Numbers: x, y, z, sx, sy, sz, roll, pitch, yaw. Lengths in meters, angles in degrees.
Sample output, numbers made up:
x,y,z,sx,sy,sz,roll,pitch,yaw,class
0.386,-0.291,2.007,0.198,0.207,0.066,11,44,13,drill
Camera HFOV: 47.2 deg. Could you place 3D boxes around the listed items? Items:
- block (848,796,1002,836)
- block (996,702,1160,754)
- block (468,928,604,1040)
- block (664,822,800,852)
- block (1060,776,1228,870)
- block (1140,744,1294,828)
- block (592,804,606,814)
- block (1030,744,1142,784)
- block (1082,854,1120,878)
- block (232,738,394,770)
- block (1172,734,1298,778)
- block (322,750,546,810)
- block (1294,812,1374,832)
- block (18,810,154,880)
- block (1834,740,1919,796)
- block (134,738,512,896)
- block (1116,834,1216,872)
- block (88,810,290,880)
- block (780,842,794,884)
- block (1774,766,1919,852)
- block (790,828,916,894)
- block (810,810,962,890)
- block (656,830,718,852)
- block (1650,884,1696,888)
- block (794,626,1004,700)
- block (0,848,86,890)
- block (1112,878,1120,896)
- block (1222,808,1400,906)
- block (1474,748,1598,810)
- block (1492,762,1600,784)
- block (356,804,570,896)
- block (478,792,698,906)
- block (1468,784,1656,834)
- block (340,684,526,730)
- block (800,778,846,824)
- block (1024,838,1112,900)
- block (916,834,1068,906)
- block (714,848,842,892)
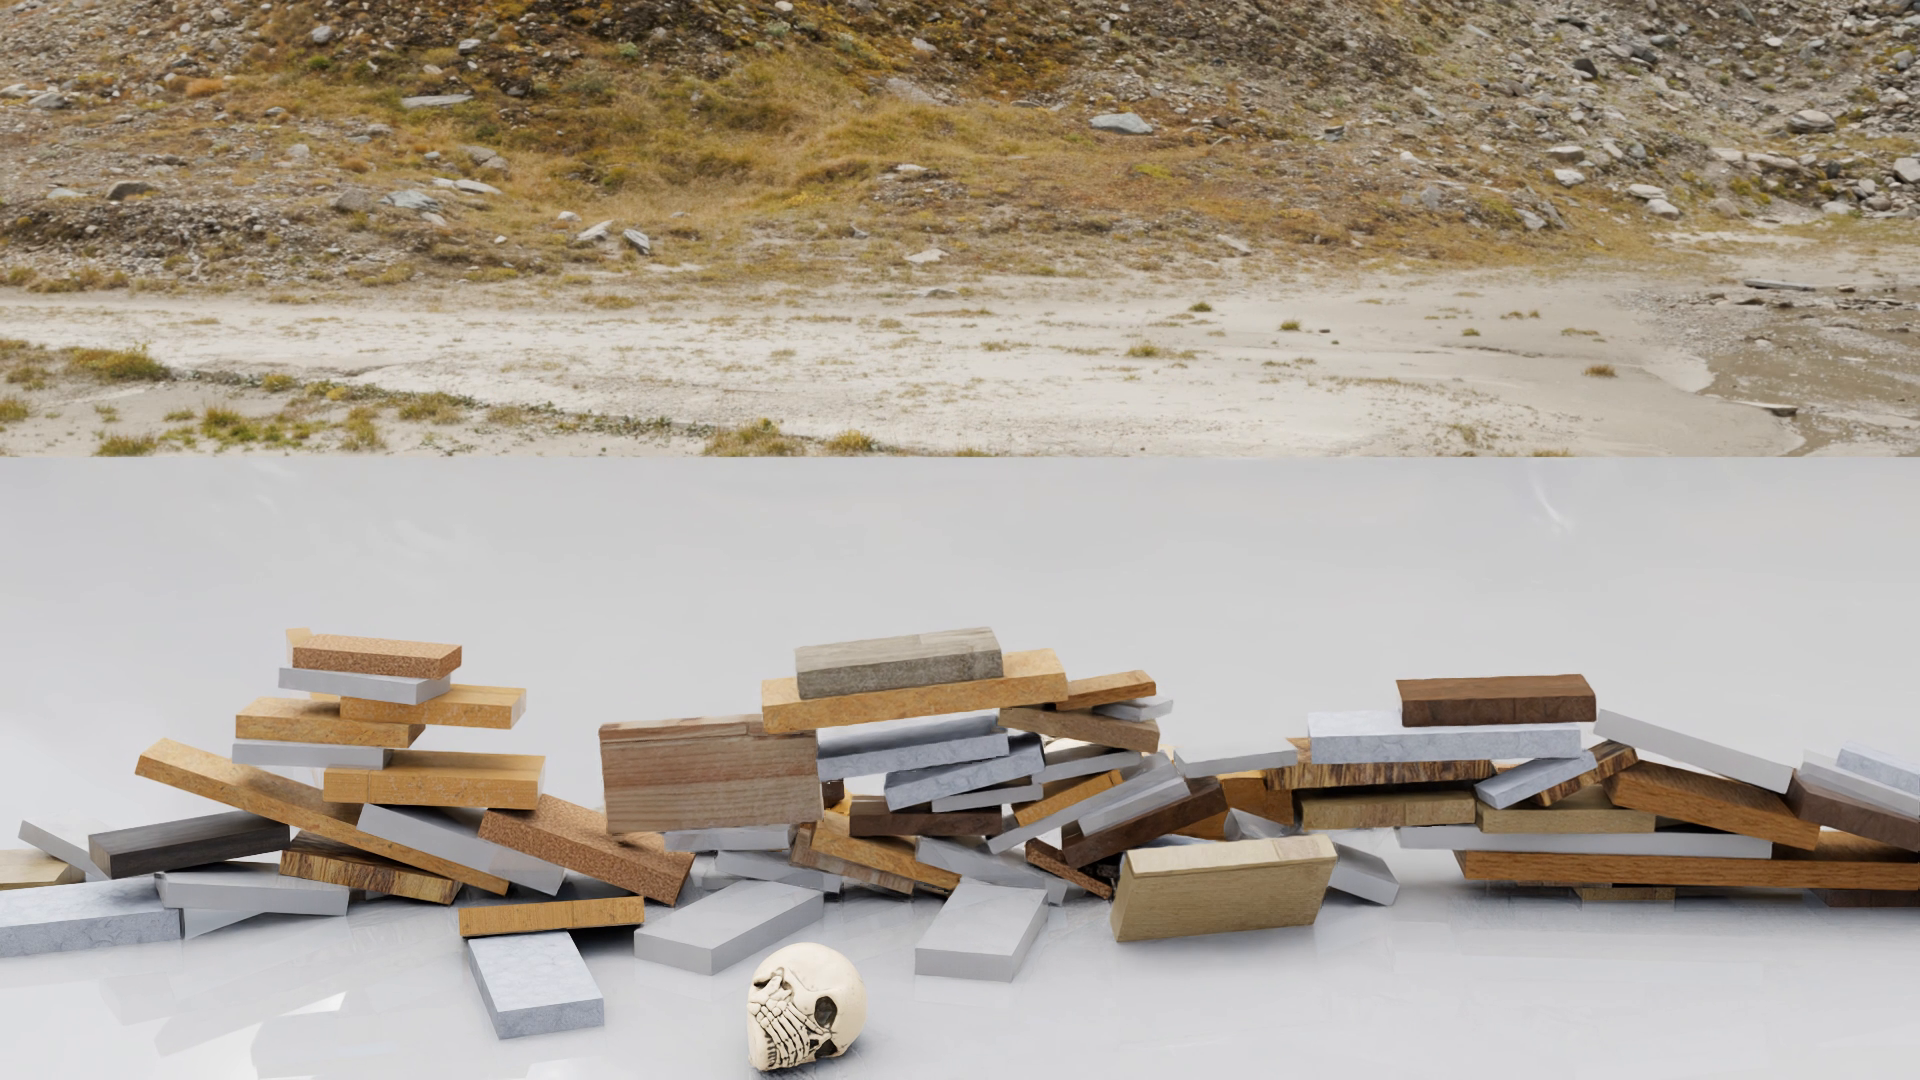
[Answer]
x,y,z,sx,sy,sz,roll,pitch,yaw,class
-0.056,0.458,3.665,0.251,0.036,0.126,-1,8,0,block
0.193,0.300,3.641,0.264,0.037,0.132,10,7,-1,block
-0.627,0.649,3.235,0.148,0.042,0.297,-4,11,-20,block
-0.379,0.484,3.659,0.207,0.029,0.103,-2,12,7,block
0.303,0.459,3.648,0.276,0.039,0.138,-22,9,6,block
0.439,0.450,3.907,0.310,0.155,0.044,6,28,6,block
-0.593,0.501,4.077,0.094,0.027,0.188,7,13,34,block
0.205,0.366,3.655,0.185,0.026,0.092,-11,8,-1,block
0.279,0.545,3.670,0.150,0.021,0.075,8,10,-4,block
-1.064,0.343,3.626,0.238,0.034,0.119,3,8,-6,block
0.454,0.357,3.631,0.187,0.027,0.094,-7,10,-6,block
-0.868,0.395,3.652,0.340,0.048,0.170,3,8,-7,block
0.631,0.481,4.128,0.327,0.046,0.163,4,11,22,block
-1.456,0.523,3.718,0.239,0.034,0.119,20,8,19,block
1.554,0.387,3.597,0.222,0.031,0.111,20,12,24,block
-1.039,0.457,3.643,0.627,0.034,0.119,19,7,-5,block
0.400,0.536,3.661,0.276,0.039,0.138,9,10,-1,block
-1.248,0.489,3.563,0.282,0.040,0.141,-7,10,-34,block
-0.305,0.552,3.732,0.059,0.017,0.117,3,29,17,block
1.505,0.452,3.576,0.323,0.046,0.162,16,11,2,block
-0.177,0.534,3.668,0.207,0.029,0.104,17,7,-4,block
-0.123,0.515,3.668,0.251,0.036,0.126,17,8,-5,block
-0.480,0.521,3.967,0.188,0.027,0.094,8,13,35,block
1.219,0.556,3.673,0.153,0.022,0.076,0,11,-2,block
-0.103,0.201,3.615,0.331,0.047,0.166,-6,11,-5,block
-1.661,0.568,3.650,0.354,0.050,0.177,-1,11,-7,block
0.332,0.579,3.672,0.150,0.021,0.075,0,11,-2,block
0.582,0.526,3.660,0.276,0.039,0.138,19,10,-4,block
0.938,0.385,3.585,0.178,0.025,0.089,-23,7,-4,block
1.090,0.476,3.853,0.310,0.155,0.044,1,6,7,block
-0.815,0.491,3.665,0.340,0.048,0.170,19,7,-4,block
-0.618,0.506,3.678,0.340,0.048,0.170,20,10,-1,block
0.988,0.444,3.638,0.280,0.040,0.140,0,11,-1,block
-0.877,0.273,3.672,0.279,0.040,0.140,4,8,-2,block
-0.404,0.447,3.944,0.355,0.050,0.177,4,17,32,block
0.181,0.545,3.667,0.150,0.021,0.075,27,8,-6,block
0.051,0.534,3.659,0.251,0.036,0.126,18,9,-4,block
-0.300,0.539,3.657,0.207,0.029,0.104,11,8,-5,block
